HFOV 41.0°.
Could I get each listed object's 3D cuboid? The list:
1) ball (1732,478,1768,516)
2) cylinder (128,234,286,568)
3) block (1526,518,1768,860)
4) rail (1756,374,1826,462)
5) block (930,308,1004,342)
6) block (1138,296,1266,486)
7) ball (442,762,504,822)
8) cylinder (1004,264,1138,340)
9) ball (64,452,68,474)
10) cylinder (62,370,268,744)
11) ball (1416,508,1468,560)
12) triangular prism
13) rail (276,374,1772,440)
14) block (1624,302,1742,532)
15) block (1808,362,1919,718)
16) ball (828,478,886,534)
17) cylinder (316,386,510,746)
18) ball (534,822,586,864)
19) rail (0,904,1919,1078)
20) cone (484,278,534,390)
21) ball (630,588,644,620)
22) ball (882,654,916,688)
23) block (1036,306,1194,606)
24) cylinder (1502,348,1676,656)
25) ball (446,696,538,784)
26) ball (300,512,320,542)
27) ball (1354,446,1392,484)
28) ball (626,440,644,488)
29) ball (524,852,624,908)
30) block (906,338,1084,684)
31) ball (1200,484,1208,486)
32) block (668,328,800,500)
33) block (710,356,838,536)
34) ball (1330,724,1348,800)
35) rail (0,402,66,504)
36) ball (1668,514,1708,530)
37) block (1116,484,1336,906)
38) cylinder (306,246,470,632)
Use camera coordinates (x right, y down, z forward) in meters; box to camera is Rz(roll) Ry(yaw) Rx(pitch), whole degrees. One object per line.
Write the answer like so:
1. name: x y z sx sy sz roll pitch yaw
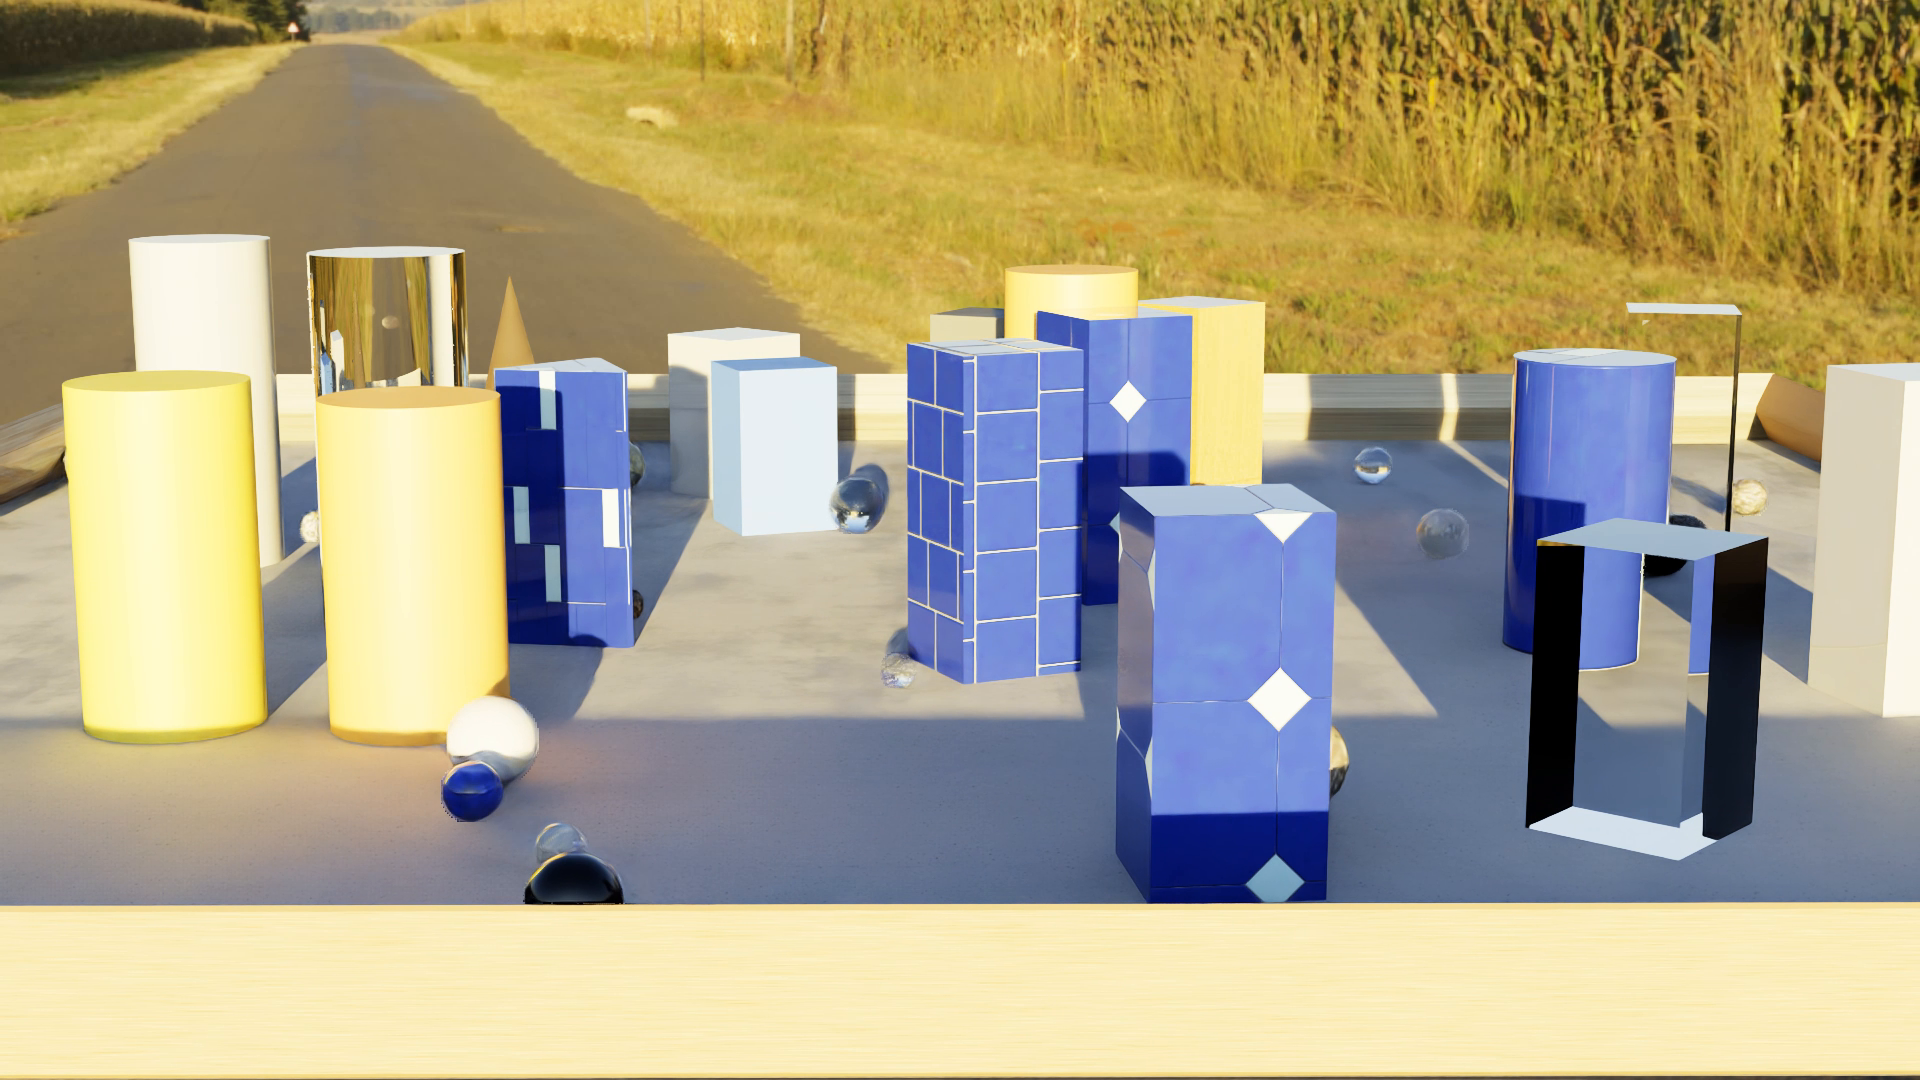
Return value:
1. ball: 1.290 -0.070 4.201 0.061 0.061 0.061 0 10 0
2. cylinder: -1.109 -0.205 3.784 0.198 0.477 0.198 0 10 0
3. block: 0.659 0.138 2.465 0.159 0.284 0.159 9 14 40
4. rail: 1.583 0.032 3.458 0.045 0.129 3.235 0 10 0
5. block: 0.055 -0.254 4.540 0.159 0.298 0.159 5 12 26
6. block: 0.383 -0.216 4.202 0.159 0.347 0.159 -9 14 -41
7. ball: -0.475 0.245 2.503 0.059 0.059 0.059 0 10 0
8. cylinder: 0.165 -0.190 3.839 0.198 0.428 0.198 0 10 0
9. ball: -1.528 -0.139 4.503 0.086 0.086 0.086 0 10 0
10. cylinder: -0.881 0.014 2.852 0.198 0.385 0.198 0 10 0
11. ball: 0.719 -0.009 3.827 0.076 0.076 0.076 0 10 0
12. triangular prism: -0.487 -0.052 3.306 0.172 0.351 0.149 2 11 10
13. rail: -0.009 -0.257 5.016 3.214 0.129 0.045 0 10 0
14. block: 1.073 -0.162 3.843 0.159 0.370 0.159 2 11 13
15. block: 1.103 -0.004 2.958 0.159 0.383 0.159 -2 11 -12
16. ball: -0.162 -0.054 4.037 0.089 0.089 0.089 0 10 0
17. cylinder: -0.604 0.024 2.844 0.198 0.368 0.198 0 10 0
18. ball: -0.364 0.281 2.341 0.047 0.047 0.047 0 10 0
19. rail: 0.009 0.323 1.882 3.214 0.129 0.045 0 10 0
20. cone: -0.710 -0.222 4.080 0.198 0.402 0.198 0 10 0
21. ball: -0.442 0.085 3.402 0.045 0.045 0.045 0 10 0
22. ball: -0.072 0.155 3.038 0.041 0.041 0.041 0 10 0
23. block: 0.212 -0.121 3.569 0.159 0.391 0.159 -5 11 -24
24. cylinder: 0.792 -0.048 3.236 0.198 0.368 0.198 0 10 0
25. ball: -0.479 0.205 2.625 0.092 0.092 0.092 0 10 0
26. ball: -0.997 -0.020 3.964 0.047 0.047 0.047 0 10 0
27. ball: 0.727 -0.131 4.517 0.065 0.065 0.065 0 10 0
28. ball: -0.591 -0.129 4.443 0.089 0.089 0.089 0 10 0
29. ball: -0.321 0.301 2.136 0.082 0.082 0.082 0 10 0
30. block: 0.041 -0.040 3.126 0.159 0.392 0.159 -5 12 -25
31. ball: 0.378 -0.042 3.977 0.087 0.087 0.087 0 10 0
32. block: -0.387 -0.218 4.413 0.159 0.274 0.159 10 14 43
33. block: -0.297 -0.153 4.100 0.159 0.259 0.159 -4 11 -21
34. ball: 0.335 0.218 2.539 0.098 0.098 0.098 0 10 0
35. rail: -1.583 0.035 3.440 0.045 0.129 3.235 0 10 0
36. ball: 1.055 0.002 3.752 0.082 0.082 0.082 0 10 0
37. block: 0.235 0.135 2.304 0.159 0.347 0.159 -1 11 -7
38. cylinder: -0.736 -0.129 3.337 0.198 0.490 0.198 0 10 0
